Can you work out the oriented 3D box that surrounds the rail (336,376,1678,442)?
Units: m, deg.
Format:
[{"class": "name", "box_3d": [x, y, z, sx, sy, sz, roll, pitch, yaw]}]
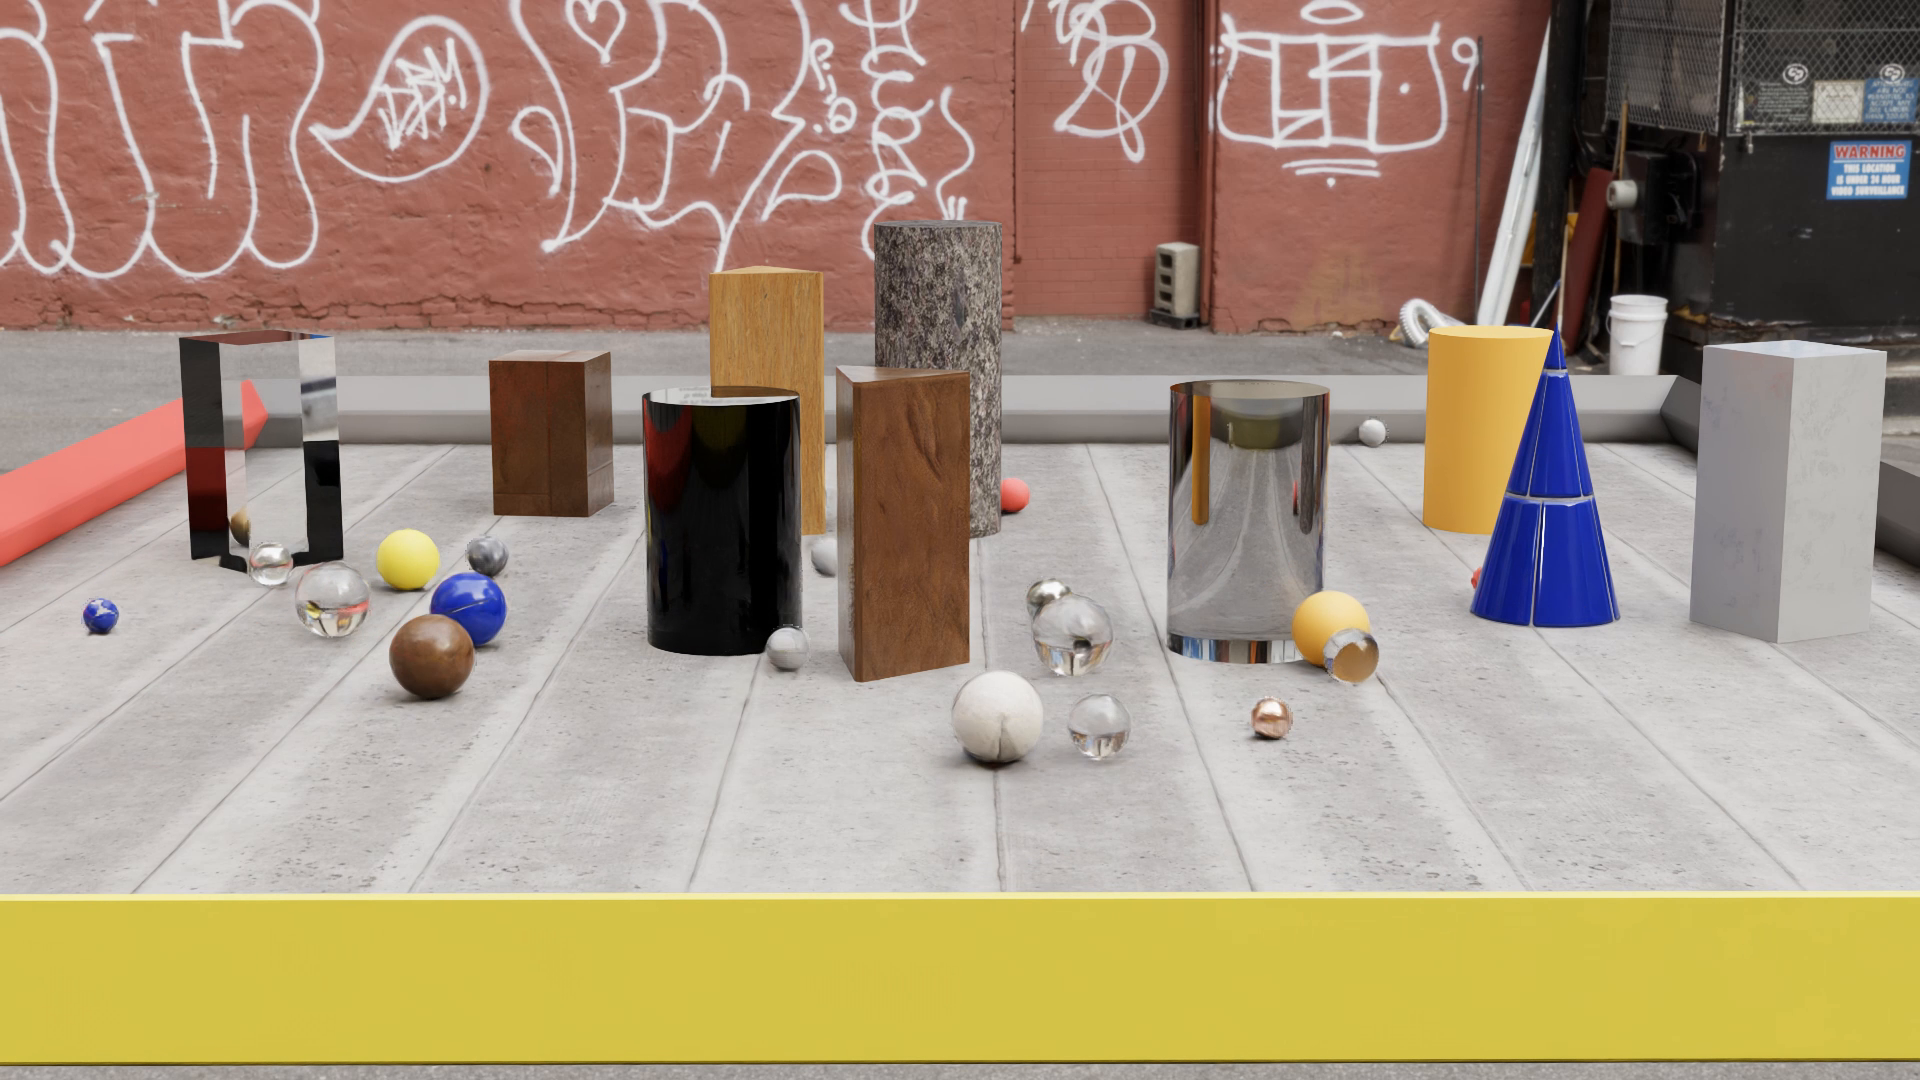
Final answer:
[{"class": "rail", "box_3d": [-0.009, -0.252, 4.991, 2.825, 0.130, 0.045, 0, 10, 0]}]

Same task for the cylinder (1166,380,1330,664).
[{"class": "cylinder", "box_3d": [0.362, -0.027, 3.233, 0.200, 0.329, 0.200, 0, 10, 0]}]

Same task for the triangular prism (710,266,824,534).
[{"class": "triangular prism", "box_3d": [-0.309, -0.223, 4.064, 0.173, 0.411, 0.150, -2, 11, -8]}]

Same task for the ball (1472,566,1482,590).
[{"class": "ball", "box_3d": [0.733, 0.057, 3.563, 0.044, 0.044, 0.044, 0, 10, 0]}]

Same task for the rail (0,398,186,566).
[{"class": "rail", "box_3d": [-1.389, 0.035, 3.441, 0.045, 0.130, 3.185, 0, 10, 0]}]

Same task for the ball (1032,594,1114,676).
[{"class": "ball", "box_3d": [0.136, 0.115, 3.097, 0.099, 0.099, 0.099, 0, 10, 0]}]

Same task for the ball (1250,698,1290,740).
[{"class": "ball", "box_3d": [0.340, 0.196, 2.810, 0.044, 0.044, 0.044, 0, 10, 0]}]

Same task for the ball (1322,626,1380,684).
[{"class": "ball", "box_3d": [0.467, 0.137, 3.063, 0.067, 0.067, 0.067, 0, 10, 0]}]

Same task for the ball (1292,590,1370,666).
[{"class": "ball", "box_3d": [0.455, 0.109, 3.142, 0.094, 0.094, 0.094, 0, 10, 0]}]

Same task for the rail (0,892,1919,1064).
[{"class": "rail", "box_3d": [0.009, 0.319, 1.906, 2.825, 0.130, 0.045, 0, 10, 0]}]

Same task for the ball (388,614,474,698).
[{"class": "ball", "box_3d": [-0.615, 0.135, 2.990, 0.098, 0.098, 0.098, 0, 10, 0]}]

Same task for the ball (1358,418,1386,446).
[{"class": "ball", "box_3d": [0.798, -0.207, 4.964, 0.054, 0.054, 0.054, 0, 10, 0]}]

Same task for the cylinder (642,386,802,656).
[{"class": "cylinder", "box_3d": [-0.302, -0.028, 3.276, 0.200, 0.315, 0.200, 0, 10, 0]}]

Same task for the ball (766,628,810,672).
[{"class": "ball", "box_3d": [-0.210, 0.133, 3.126, 0.054, 0.054, 0.054, 0, 10, 0]}]

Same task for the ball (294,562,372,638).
[{"class": "ball", "box_3d": [-0.809, 0.077, 3.308, 0.097, 0.097, 0.097, 0, 10, 0]}]

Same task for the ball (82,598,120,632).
[{"class": "ball", "box_3d": [-1.117, 0.098, 3.336, 0.045, 0.045, 0.045, 0, 10, 0]}]

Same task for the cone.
[{"class": "cone", "box_3d": [0.788, -0.095, 3.421, 0.200, 0.394, 0.200, 0, 10, 0]}]

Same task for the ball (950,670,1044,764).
[{"class": "ball", "box_3d": [0.040, 0.187, 2.710, 0.099, 0.099, 0.099, 0, 10, 0]}]

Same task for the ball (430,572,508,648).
[{"class": "ball", "box_3d": [-0.623, 0.088, 3.249, 0.096, 0.096, 0.096, 0, 10, 0]}]

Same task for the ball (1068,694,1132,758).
[{"class": "ball", "box_3d": [0.149, 0.198, 2.734, 0.068, 0.068, 0.068, 0, 10, 0]}]

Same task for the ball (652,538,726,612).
[{"class": "ball", "box_3d": [-0.366, 0.048, 3.456, 0.100, 0.100, 0.100, 0, 10, 0]}]

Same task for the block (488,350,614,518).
[{"class": "block", "box_3d": [-0.675, -0.179, 4.255, 0.160, 0.255, 0.160, 1, 11, 8]}]

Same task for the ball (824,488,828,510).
[{"class": "ball", "box_3d": [-0.251, -0.067, 4.147, 0.075, 0.075, 0.075, 0, 10, 0]}]

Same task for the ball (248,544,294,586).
[{"class": "ball", "box_3d": [-0.976, 0.035, 3.636, 0.061, 0.061, 0.061, 0, 10, 0]}]

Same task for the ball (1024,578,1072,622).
[{"class": "ball", "box_3d": [0.118, 0.083, 3.363, 0.065, 0.065, 0.065, 0, 10, 0]}]

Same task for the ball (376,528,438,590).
[{"class": "ball", "box_3d": [-0.777, 0.027, 3.607, 0.086, 0.086, 0.086, 0, 10, 0]}]

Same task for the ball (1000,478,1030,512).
[{"class": "ball", "box_3d": [0.087, -0.074, 4.234, 0.057, 0.057, 0.057, 0, 10, 0]}]

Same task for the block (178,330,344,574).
[{"class": "block", "box_3d": [-1.034, -0.134, 3.802, 0.160, 0.333, 0.160, 9, 14, 41]}]

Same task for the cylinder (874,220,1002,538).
[{"class": "cylinder", "box_3d": [-0.034, -0.255, 4.039, 0.200, 0.484, 0.200, 0, 10, 0]}]

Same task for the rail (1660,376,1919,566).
[{"class": "rail", "box_3d": [1.389, 0.032, 3.457, 0.045, 0.130, 3.185, 0, 10, 0]}]

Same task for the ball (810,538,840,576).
[{"class": "ball", "box_3d": [-0.188, 0.024, 3.711, 0.054, 0.054, 0.054, 0, 10, 0]}]

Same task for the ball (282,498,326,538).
[{"class": "ball", "box_3d": [-1.023, -0.035, 4.002, 0.064, 0.064, 0.064, 0, 10, 0]}]

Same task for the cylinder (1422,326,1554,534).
[{"class": "cylinder", "box_3d": [0.847, -0.179, 4.105, 0.200, 0.310, 0.200, 0, 10, 0]}]

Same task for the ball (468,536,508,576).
[{"class": "ball", "box_3d": [-0.682, 0.023, 3.708, 0.058, 0.058, 0.058, 0, 10, 0]}]

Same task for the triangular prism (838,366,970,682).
[{"class": "triangular prism", "box_3d": [-0.102, -0.028, 3.147, 0.173, 0.361, 0.150, -9, 14, -39]}]

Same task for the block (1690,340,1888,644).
[{"class": "block", "box_3d": [1.078, -0.067, 3.347, 0.160, 0.366, 0.160, -5, 12, -27]}]
